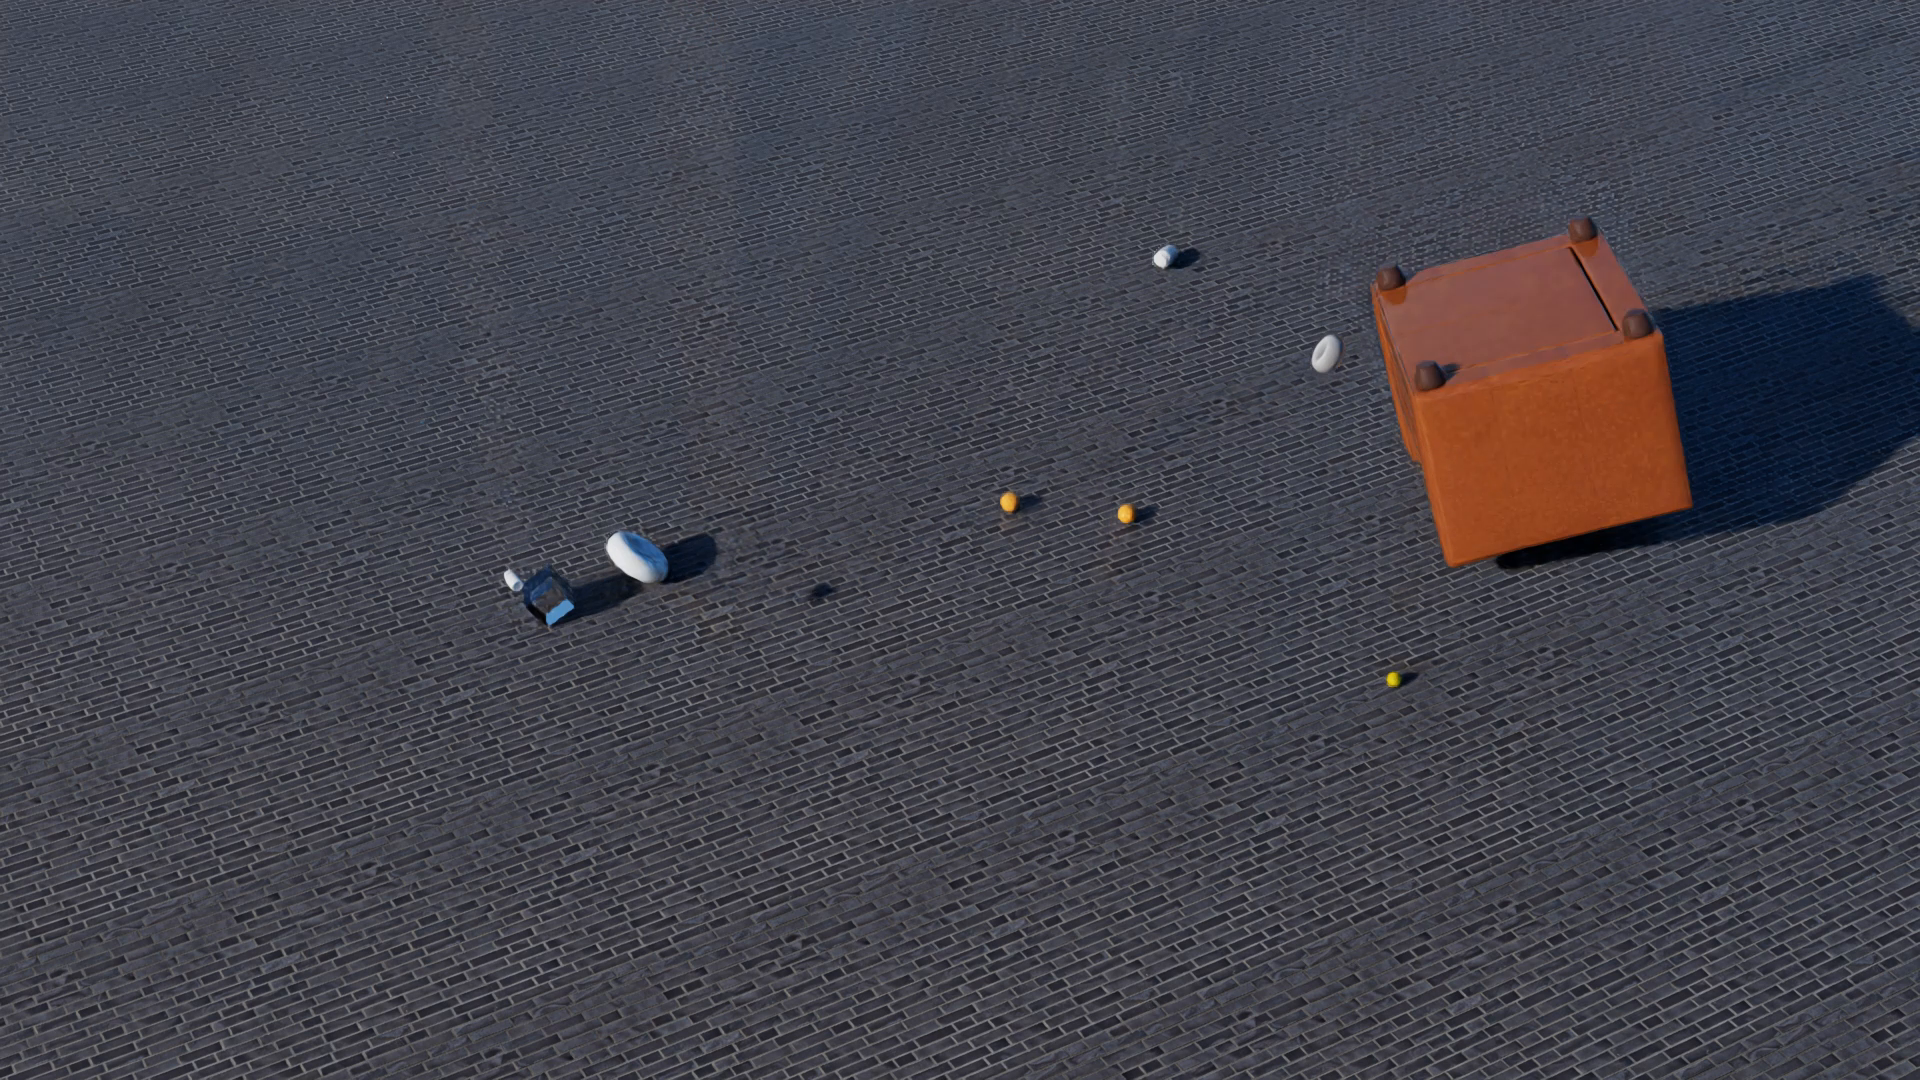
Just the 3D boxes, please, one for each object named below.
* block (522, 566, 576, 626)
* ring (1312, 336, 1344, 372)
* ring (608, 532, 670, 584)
[{"bbox_3d":[-1.472,0.200,10.475,0.128,0.122,0.141,-36,36,11],"label":"block"},{"bbox_3d":[1.392,-0.704,11.099,0.078,0.150,0.094,24,8,-30],"label":"ring"},{"bbox_3d":[-1.172,0.063,10.674,0.253,0.090,0.231,30,19,-25],"label":"ring"}]
